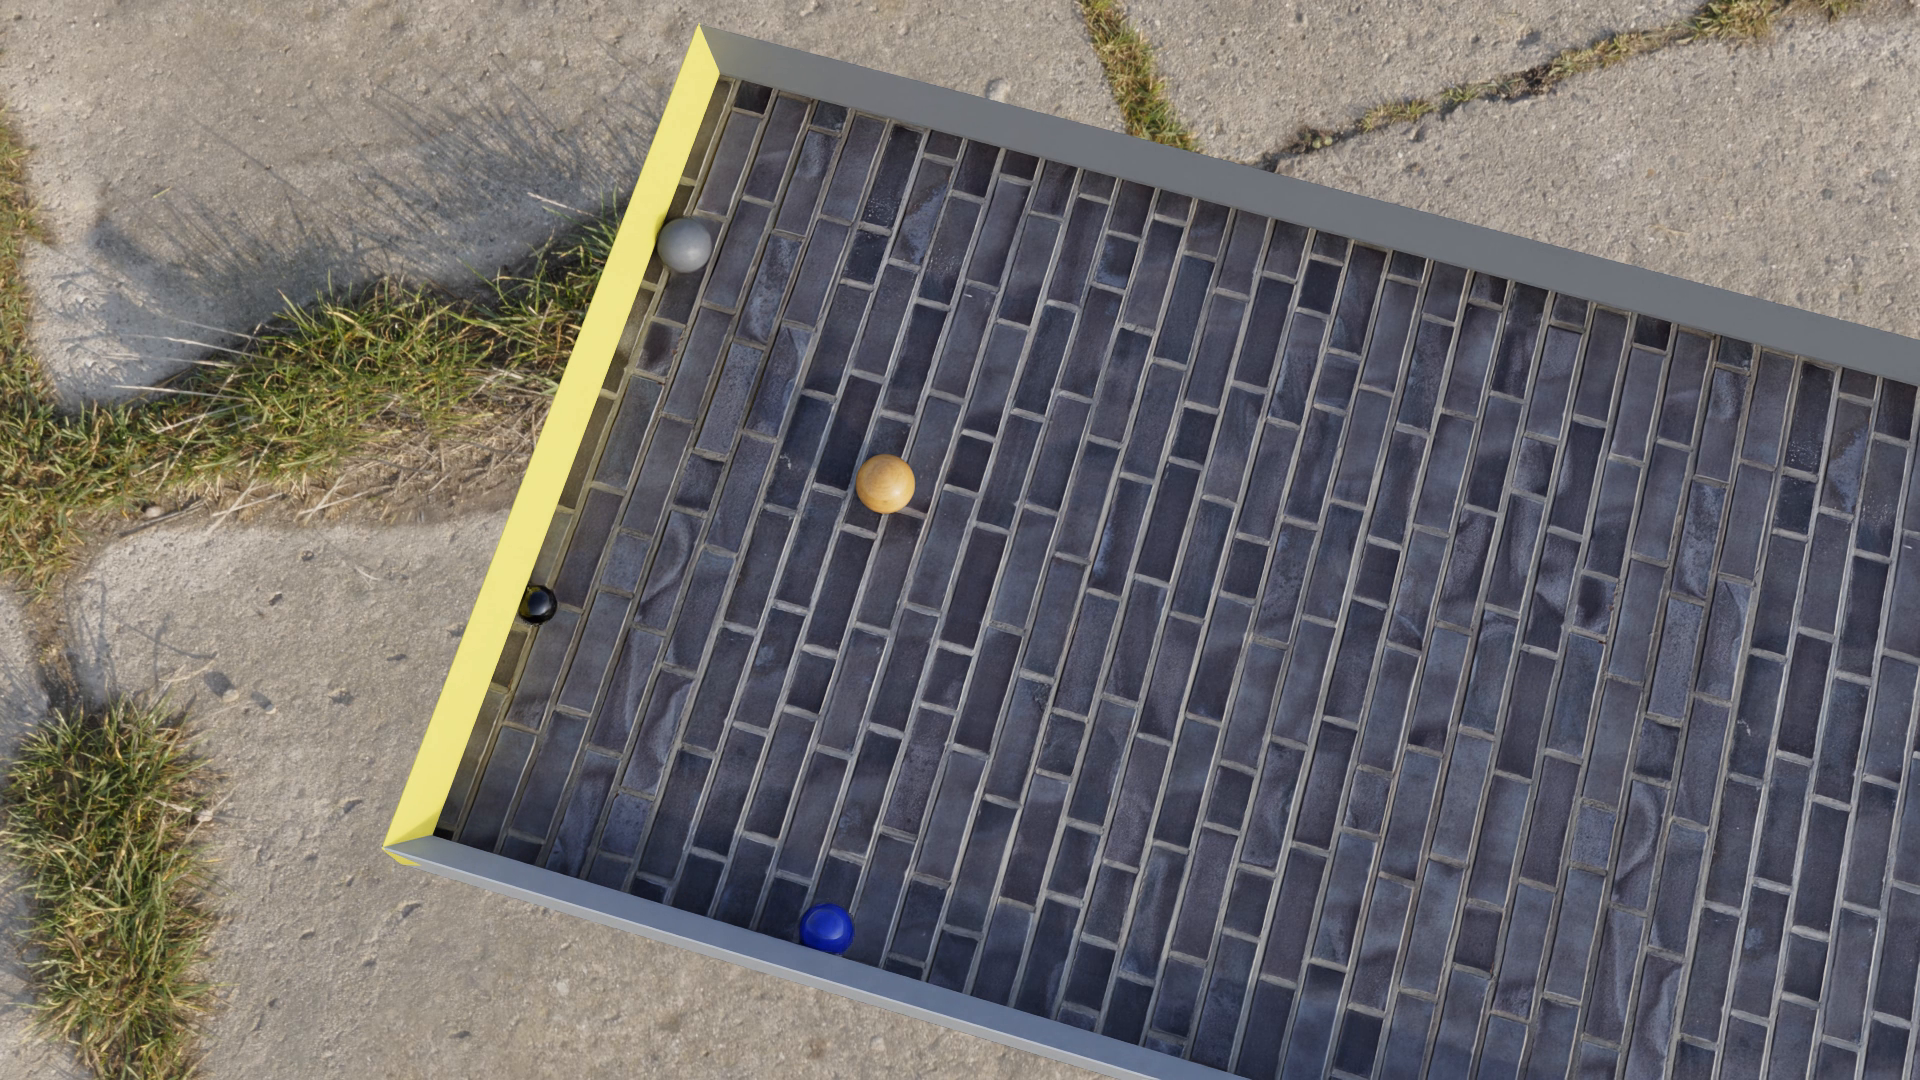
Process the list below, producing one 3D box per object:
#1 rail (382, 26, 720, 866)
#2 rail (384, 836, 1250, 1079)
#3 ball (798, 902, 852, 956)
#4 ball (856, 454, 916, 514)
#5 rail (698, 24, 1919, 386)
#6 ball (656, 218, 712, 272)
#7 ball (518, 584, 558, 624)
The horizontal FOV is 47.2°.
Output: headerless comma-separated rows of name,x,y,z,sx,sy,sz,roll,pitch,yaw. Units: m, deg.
rail,-0.612,-0.177,3.455,0.045,0.122,1.431,16,72,5
rail,0.439,0.797,3.118,2.645,0.122,0.045,16,72,5
ball,-0.196,0.571,3.220,0.079,0.079,0.079,0,71,0
ball,-0.117,-0.088,3.440,0.094,0.094,0.094,0,71,0
rail,0.830,-0.457,3.552,2.645,0.122,0.045,16,72,5
ball,-0.448,-0.479,3.578,0.089,0.089,0.089,0,71,0
ball,-0.652,0.100,3.392,0.061,0.061,0.061,0,71,0
